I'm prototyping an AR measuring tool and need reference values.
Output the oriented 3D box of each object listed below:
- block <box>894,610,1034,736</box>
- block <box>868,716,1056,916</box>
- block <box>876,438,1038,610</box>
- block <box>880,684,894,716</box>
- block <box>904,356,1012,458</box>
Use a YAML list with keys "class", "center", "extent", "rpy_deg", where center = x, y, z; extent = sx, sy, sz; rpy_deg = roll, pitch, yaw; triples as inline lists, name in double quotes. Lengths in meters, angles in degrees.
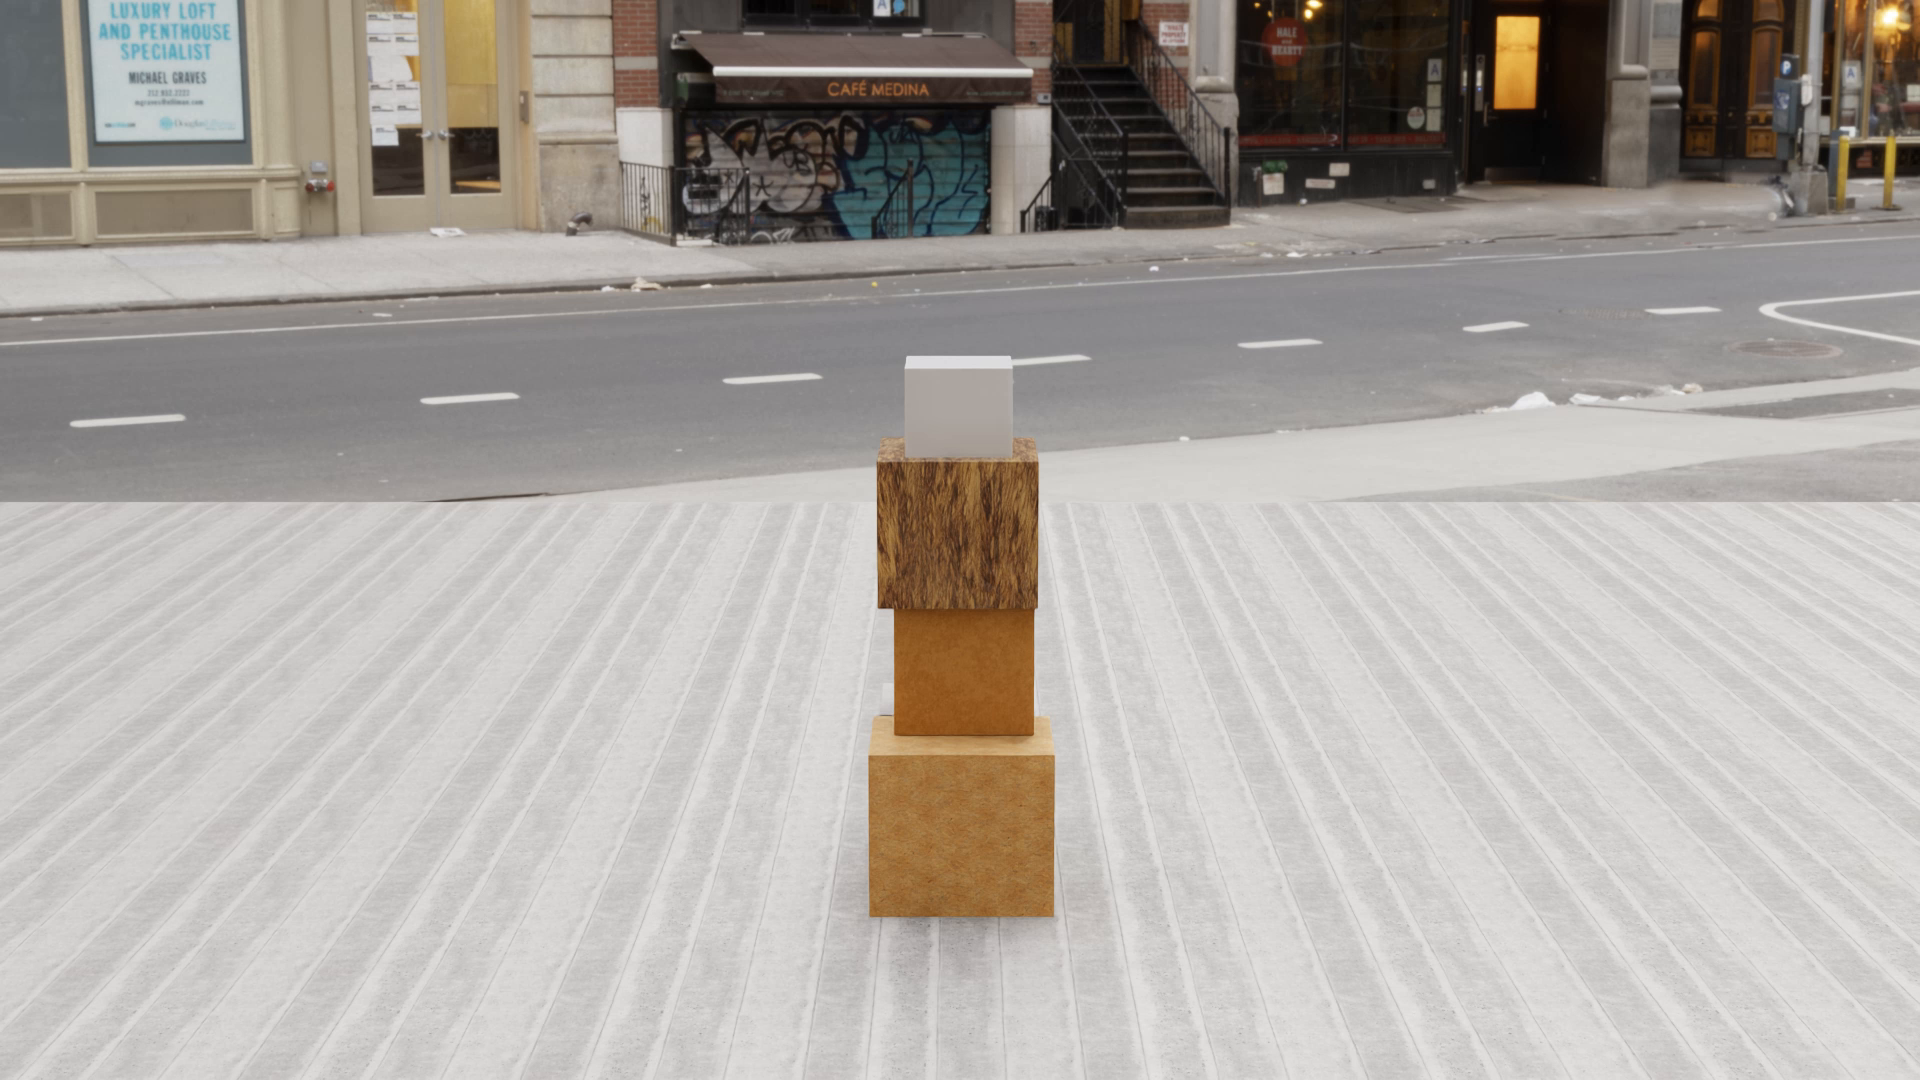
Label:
- class: "block"
  center: [0.018, 0.504, 11.271]
  extent: [0.600, 0.563, 0.628]
  rpy_deg: [0, 11, 0]
- class: "block"
  center: [0.007, 1.185, 11.085]
  extent: [0.779, 0.703, 0.663]
  rpy_deg: [0, 10, 0]
- class: "block"
  center: [-0.009, -0.083, 11.161]
  extent: [0.680, 0.631, 0.713]
  rpy_deg: [0, 11, 0]
- class: "block"
  center: [-0.013, 1.068, 11.716]
  extent: [0.688, 0.707, 0.601]
  rpy_deg: [0, 10, 0]
- class: "block"
  center: [-0.005, -0.579, 11.069]
  extent: [0.455, 0.379, 0.470]
  rpy_deg: [0, 11, 0]
